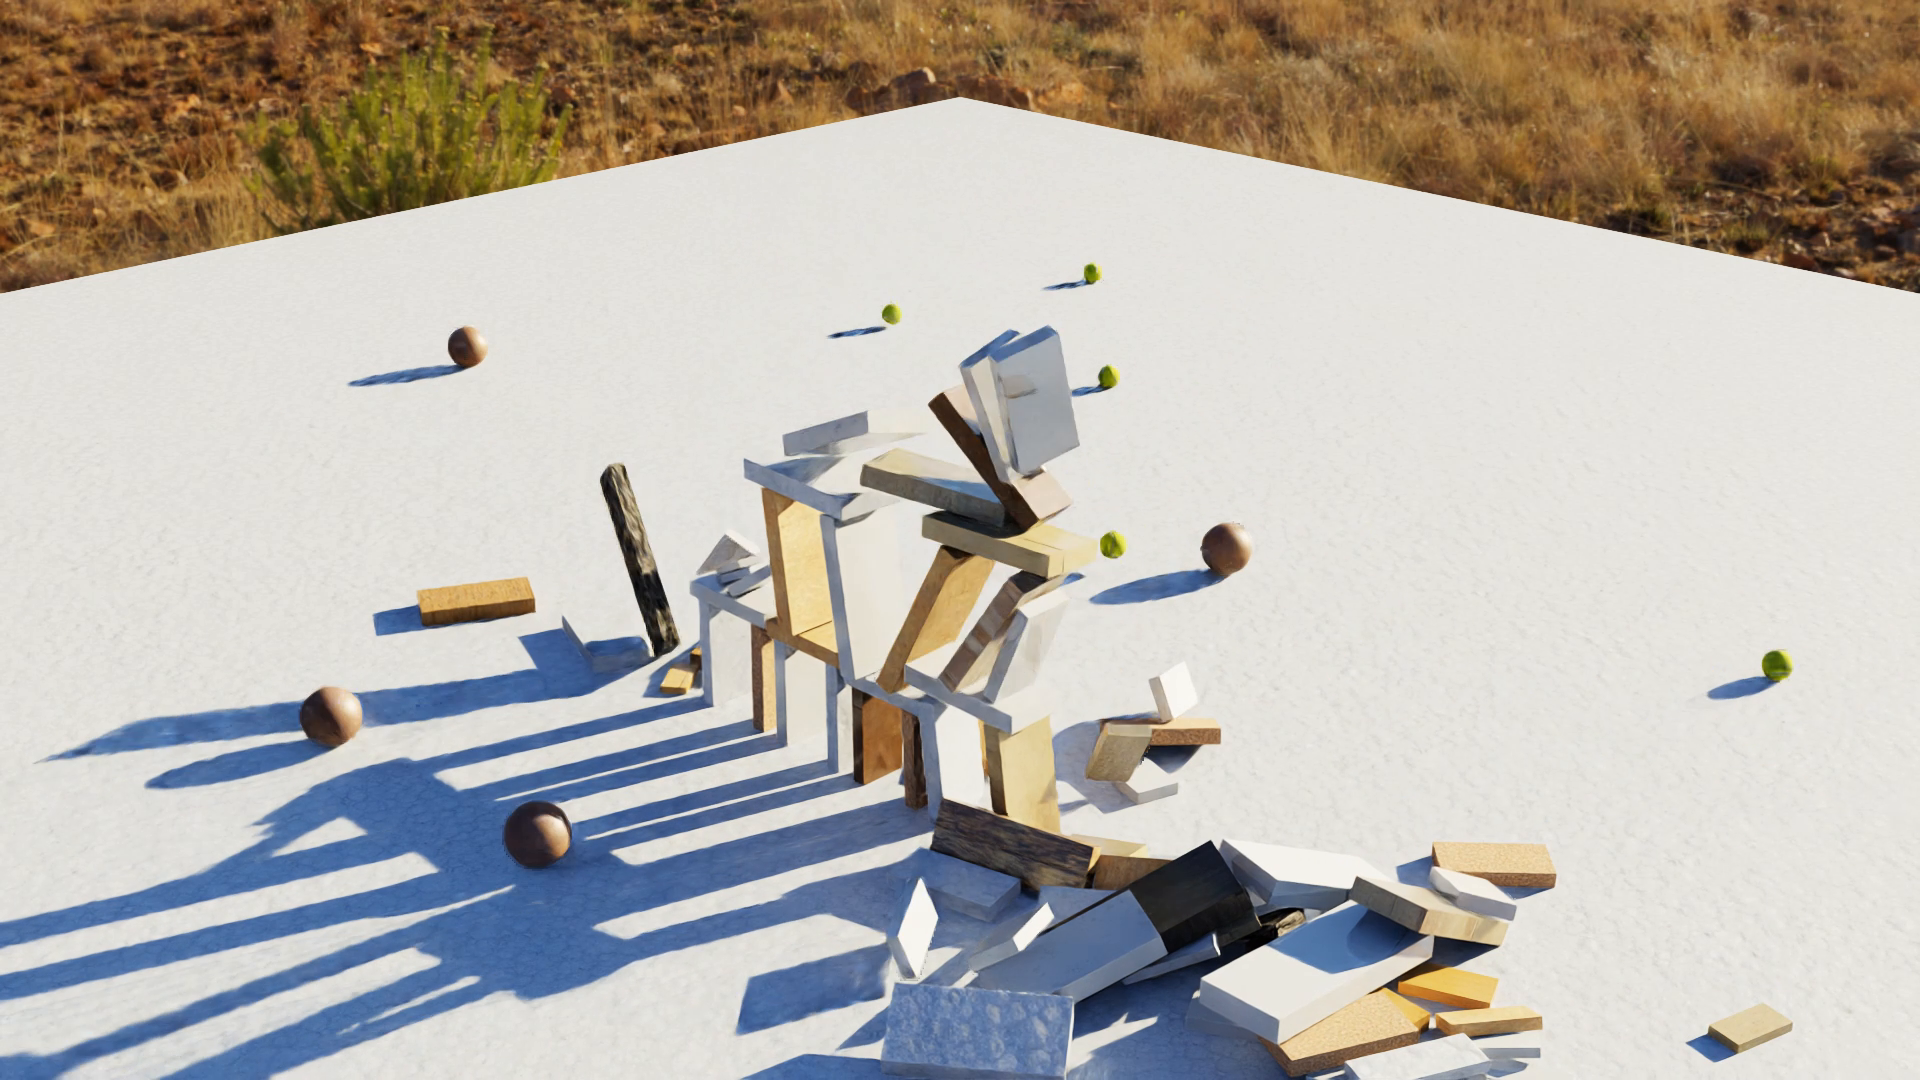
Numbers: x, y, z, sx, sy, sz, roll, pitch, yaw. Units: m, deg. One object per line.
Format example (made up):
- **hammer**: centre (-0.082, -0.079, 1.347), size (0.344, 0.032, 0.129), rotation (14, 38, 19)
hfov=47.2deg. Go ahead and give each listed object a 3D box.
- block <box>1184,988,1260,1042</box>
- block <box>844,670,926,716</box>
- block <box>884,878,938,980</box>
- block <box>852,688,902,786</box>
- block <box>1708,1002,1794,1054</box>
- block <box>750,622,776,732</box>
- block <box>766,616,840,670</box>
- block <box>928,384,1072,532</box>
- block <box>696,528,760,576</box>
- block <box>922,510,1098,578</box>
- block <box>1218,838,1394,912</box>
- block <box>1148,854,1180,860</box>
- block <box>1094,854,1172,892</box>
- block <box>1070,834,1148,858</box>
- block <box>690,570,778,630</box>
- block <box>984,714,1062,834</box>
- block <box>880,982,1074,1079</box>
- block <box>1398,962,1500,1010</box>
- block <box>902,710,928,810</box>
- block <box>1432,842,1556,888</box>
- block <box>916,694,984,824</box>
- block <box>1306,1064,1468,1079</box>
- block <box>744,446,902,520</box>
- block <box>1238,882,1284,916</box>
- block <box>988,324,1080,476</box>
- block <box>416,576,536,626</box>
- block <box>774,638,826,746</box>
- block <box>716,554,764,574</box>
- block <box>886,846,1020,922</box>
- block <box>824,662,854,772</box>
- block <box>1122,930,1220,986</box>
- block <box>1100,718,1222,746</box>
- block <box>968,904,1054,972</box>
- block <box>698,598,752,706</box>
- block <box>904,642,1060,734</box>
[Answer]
- **block**: centre (0.486, 0.822, 3.789), size (0.182, 0.026, 0.091), rotation (7, 24, 16)
- **block**: centre (-0.120, 0.293, 4.462), size (0.221, 0.031, 0.111), rotation (20, 30, 40)
- **block**: centre (-0.086, 0.697, 3.952), size (0.026, 0.091, 0.182), rotation (-15, 22, 19)
- **block**: centre (-0.172, 0.388, 4.562), size (0.031, 0.221, 0.111), rotation (21, 31, 40)
- **block**: centre (1.354, 0.836, 3.767), size (0.132, 0.019, 0.066), rotation (-13, 26, -27)
- **block**: centre (-0.393, 0.279, 4.777), size (0.036, 0.254, 0.127), rotation (21, 31, 39)
- **block**: centre (-0.280, 0.202, 4.611), size (0.123, 0.035, 0.246), rotation (-21, 31, -40)
- **block**: centre (0.078, -0.163, 4.176), size (0.304, 0.043, 0.152), rotation (53, 30, 6)
- **block**: centre (-0.542, 0.050, 5.132), size (0.088, 0.176, 0.025), rotation (35, 45, -7)
- **block**: centre (0.092, -0.003, 4.138), size (0.302, 0.043, 0.151), rotation (18, 22, 35)
- **block**: centre (0.655, 0.627, 4.058), size (0.341, 0.048, 0.171), rotation (12, 12, -32)
- **block**: centre (0.365, 0.629, 4.179), size (0.184, 0.026, 0.092), rotation (-4, 15, 35)
- **block**: centre (0.336, 0.639, 4.091), size (0.184, 0.092, 0.026), rotation (-1, -19, 34)
- **block**: centre (0.262, 0.606, 4.243), size (0.184, 0.026, 0.092), rotation (2, 19, 43)
- **block**: centre (-0.459, 0.120, 4.780), size (0.127, 0.036, 0.254), rotation (-21, 31, -40)
- **block**: centre (0.123, 0.469, 4.290), size (0.141, 0.283, 0.040), rotation (-21, 23, -41)
- **block**: centre (0.031, 0.829, 3.680), size (0.307, 0.043, 0.153), rotation (3, 45, 8)
- **block**: centre (0.862, 0.786, 3.879), size (0.160, 0.023, 0.080), rotation (10, 25, 22)
- **block**: centre (-0.064, 0.427, 4.470), size (0.031, 0.221, 0.111), rotation (19, 29, 41)
- **block**: centre (1.029, 0.626, 4.246), size (0.218, 0.031, 0.109), rotation (1, 23, 2)
- **block**: centre (-0.017, 0.416, 4.402), size (0.040, 0.283, 0.141), rotation (12, 31, 32)
- **block**: centre (0.700, 0.896, 3.606), size (0.238, 0.034, 0.119), rotation (12, 26, 26)
- **block**: centre (-0.281, -0.124, 4.466), size (0.157, 0.044, 0.314), rotation (-20, 30, -39)
- **block**: centre (0.511, 0.641, 4.018), size (0.077, 0.022, 0.154), rotation (-11, 22, -35)
- **block**: centre (0.135, -0.251, 3.973), size (0.128, 0.256, 0.036), rotation (-27, 41, -17)
- **block**: centre (-1.180, 0.149, 5.360), size (0.270, 0.038, 0.135), rotation (-7, 24, -17)
- **block**: centre (-0.338, 0.308, 4.719), size (0.123, 0.246, 0.035), rotation (-21, 31, -40)
- **block**: centre (-0.482, 0.054, 4.802), size (0.059, 0.017, 0.119), rotation (-15, 0, -31)
- **block**: centre (-0.012, 0.653, 4.181), size (0.229, 0.032, 0.114), rotation (14, 27, 29)
- **block**: centre (-0.223, 0.354, 4.613), size (0.123, 0.246, 0.035), rotation (-21, 31, -40)
- **block**: centre (0.368, 0.722, 3.904), size (0.181, 0.026, 0.090), rotation (-21, 35, 15)
- **block**: centre (0.427, 0.410, 4.705), size (0.247, 0.035, 0.124), rotation (-1, 5, -1)
- **block**: centre (0.091, 0.711, 3.936), size (0.097, 0.028, 0.194), rotation (-27, -1, 22)
- **block**: centre (-0.515, 0.232, 4.889), size (0.127, 0.254, 0.036), rotation (-21, 31, -40)
- **block**: centre (0.042, 0.286, 4.290), size (0.283, 0.040, 0.141), rotation (23, 32, 37)
